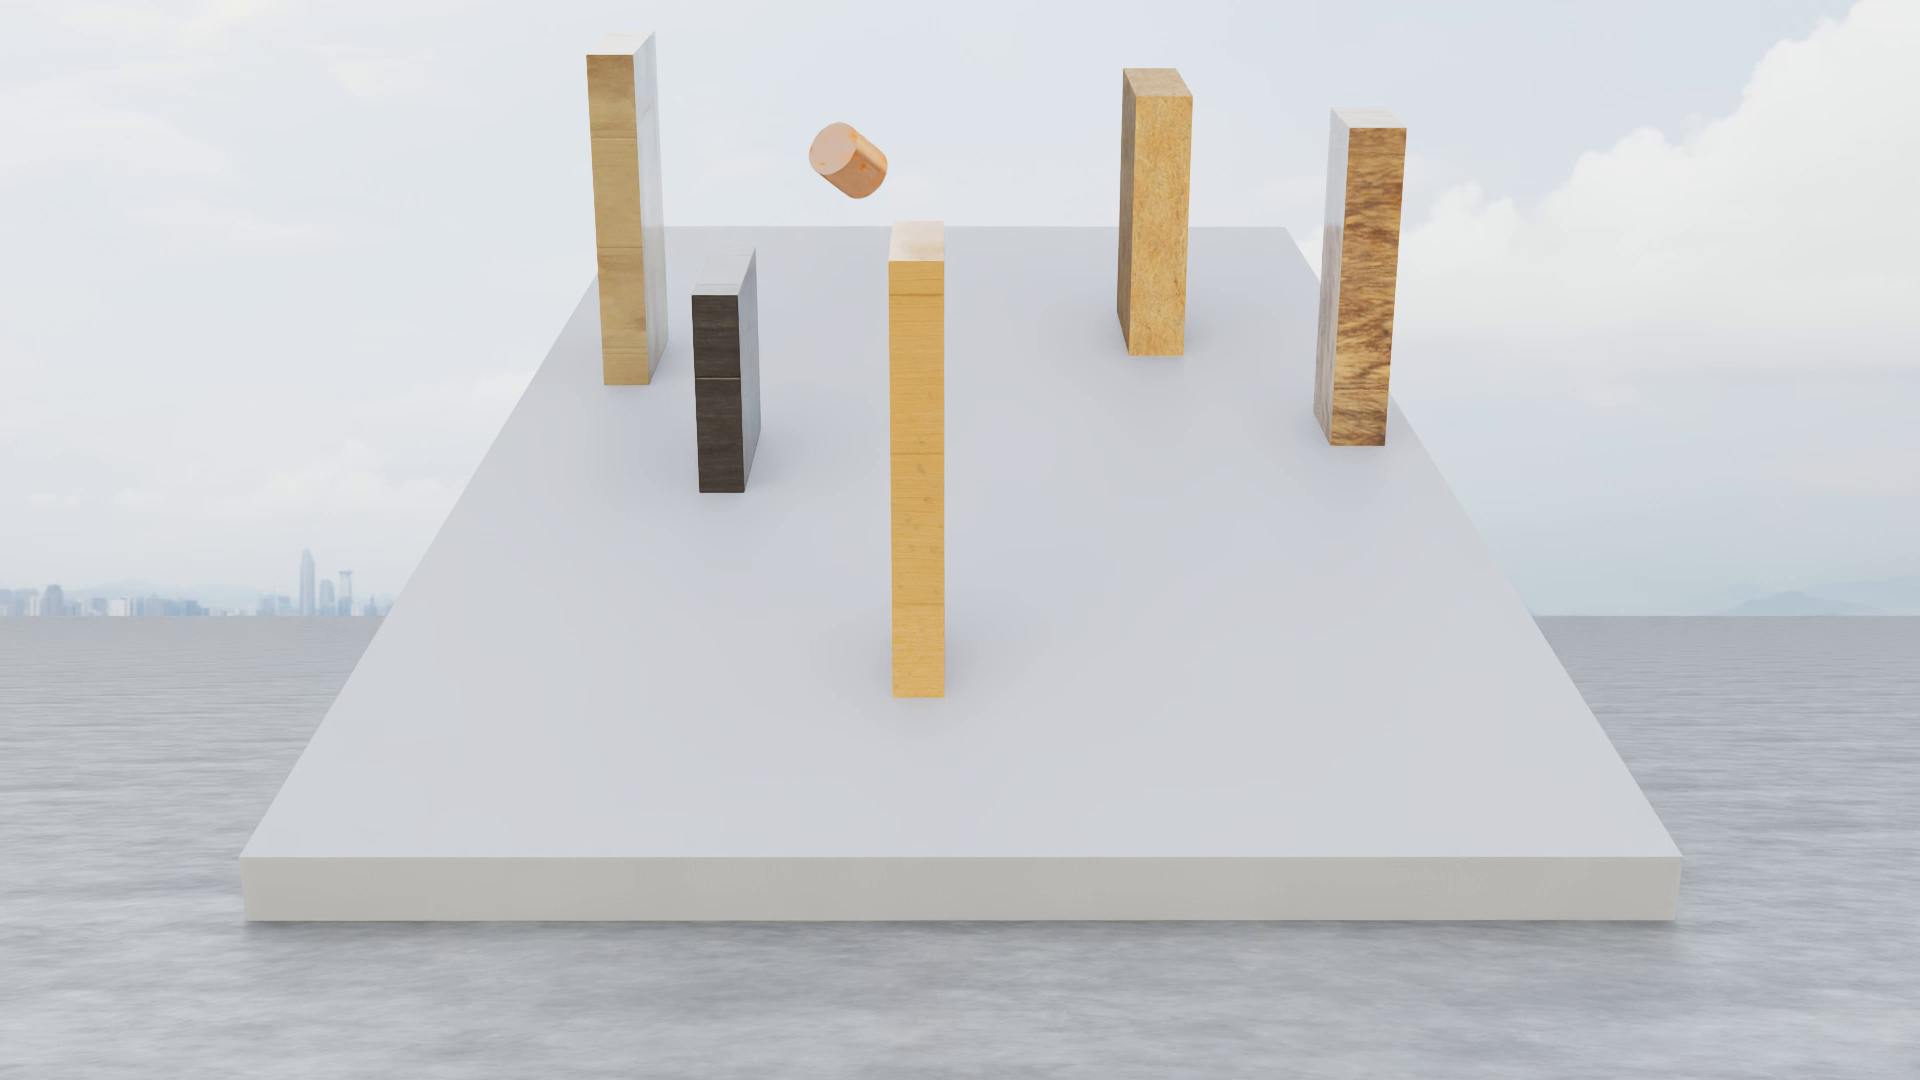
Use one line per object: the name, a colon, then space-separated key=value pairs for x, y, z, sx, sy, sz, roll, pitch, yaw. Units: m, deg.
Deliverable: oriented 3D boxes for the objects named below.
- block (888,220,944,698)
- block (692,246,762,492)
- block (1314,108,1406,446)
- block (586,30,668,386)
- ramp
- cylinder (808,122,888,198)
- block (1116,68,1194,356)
block: x=-0.067 y=-0.131 z=3.654 sx=0.083 sy=0.715 sz=0.280 roll=0 pitch=20 yaw=0
block: x=-0.481 y=-0.361 z=4.711 sx=0.091 sy=0.410 sz=0.427 roll=0 pitch=20 yaw=0
block: x=0.853 y=-0.565 z=4.874 sx=0.117 sy=0.682 sz=0.247 roll=0 pitch=20 yaw=0
block: x=-0.778 y=-0.788 z=5.353 sx=0.105 sy=0.762 sz=0.399 roll=0 pitch=20 yaw=0
ramp: x=-0.005 y=-0.210 z=5.038 sx=2.000 sy=0.100 sz=4.000 roll=0 pitch=20 yaw=0
cylinder: x=-0.323 y=-1.098 z=6.581 sx=0.165 sy=0.165 sz=0.165 roll=-1 pitch=-18 yaw=32
block: x=0.478 y=-0.820 z=5.637 sx=0.133 sy=0.629 sz=0.436 roll=0 pitch=20 yaw=0
